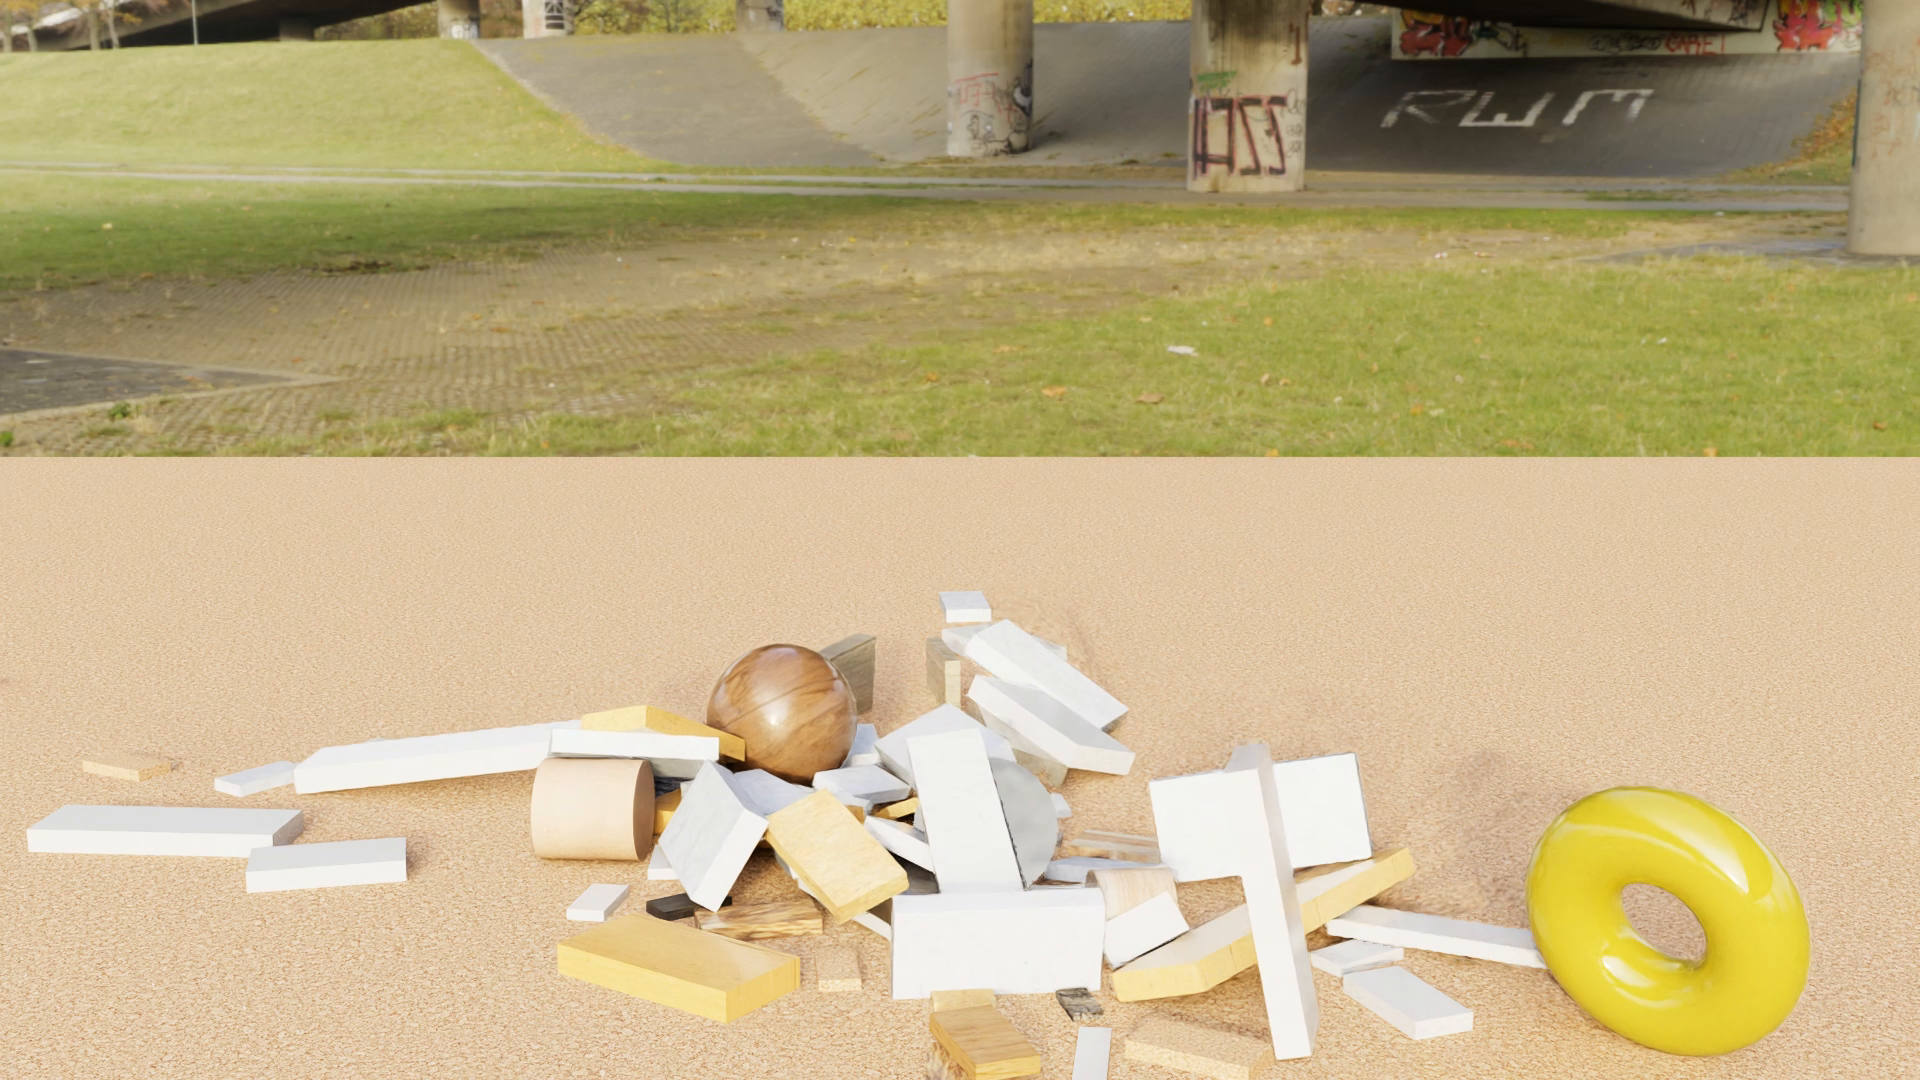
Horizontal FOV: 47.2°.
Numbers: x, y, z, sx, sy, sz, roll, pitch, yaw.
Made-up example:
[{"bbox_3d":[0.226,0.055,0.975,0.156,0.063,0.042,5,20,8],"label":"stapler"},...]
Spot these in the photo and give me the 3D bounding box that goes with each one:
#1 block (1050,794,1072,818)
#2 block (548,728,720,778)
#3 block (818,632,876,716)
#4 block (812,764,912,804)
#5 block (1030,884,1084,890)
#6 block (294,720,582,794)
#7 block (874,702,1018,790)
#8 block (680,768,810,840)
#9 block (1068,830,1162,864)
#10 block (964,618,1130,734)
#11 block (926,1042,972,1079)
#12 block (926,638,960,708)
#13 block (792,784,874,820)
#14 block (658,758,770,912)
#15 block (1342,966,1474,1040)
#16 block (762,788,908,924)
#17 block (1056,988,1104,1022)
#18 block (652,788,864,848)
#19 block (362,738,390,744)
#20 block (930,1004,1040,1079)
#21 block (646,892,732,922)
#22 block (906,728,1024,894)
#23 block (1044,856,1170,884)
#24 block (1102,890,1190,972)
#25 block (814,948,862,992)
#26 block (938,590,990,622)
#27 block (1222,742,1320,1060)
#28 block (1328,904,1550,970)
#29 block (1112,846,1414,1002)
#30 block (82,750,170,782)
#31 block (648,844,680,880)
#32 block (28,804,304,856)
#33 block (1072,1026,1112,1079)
[{"bbox_3d":[0.174,0.499,4.122,0.050,0.014,0.101,-1,11,-8],"label":"block"},{"bbox_3d":[-0.585,0.383,3.926,0.291,0.041,0.145,4,-20,-12],"label":"block"},{"bbox_3d":[-0.274,0.316,4.680,0.047,0.167,0.334,9,13,21],"label":"block"},{"bbox_3d":[-0.184,0.461,4.124,0.093,0.026,0.186,28,14,30],"label":"block"},{"bbox_3d":[0.210,0.590,3.596,0.182,0.026,0.091,-1,11,-4],"label":"block"},{"bbox_3d":[-0.943,0.412,4.265,0.650,0.049,0.173,-6,8,3],"label":"block"},{"bbox_3d":[-0.032,0.408,4.207,0.173,0.049,0.346,-27,16,-13],"label":"block"},{"bbox_3d":[-0.366,0.466,3.877,0.154,0.044,0.309,-7,9,-26],"label":"block"},{"bbox_3d":[0.295,0.544,3.845,0.190,0.027,0.095,4,11,22],"label":"block"},{"bbox_3d":[0.185,0.299,4.663,0.334,0.047,0.167,36,23,16],"label":"block"},{"bbox_3d":[0.000,0.716,2.920,0.091,0.026,0.182,0,11,1],"label":"block"},{"bbox_3d":[-0.038,0.300,4.917,0.033,0.115,0.230,-2,11,-11],"label":"block"},{"bbox_3d":[-0.247,0.493,4.023,0.180,0.065,0.018,7,-30,34],"label":"block"},{"bbox_3d":[-0.413,0.485,3.652,0.047,0.167,0.334,31,-1,-19],"label":"block"},{"bbox_3d":[0.646,0.667,3.179,0.095,0.027,0.190,-4,11,-22],"label":"block"},{"bbox_3d":[-0.202,0.499,3.498,0.125,0.035,0.249,-25,40,-23],"label":"block"},{"bbox_3d":[0.173,0.673,3.187,0.045,0.013,0.091,-2,11,-13],"label":"block"},{"bbox_3d":[-0.383,0.501,3.956,0.403,0.044,0.154,2,10,32],"label":"block"},{"bbox_3d":[-1.146,0.430,4.468,0.158,0.022,0.079,5,12,24],"label":"block"},{"bbox_3d":[0.032,0.680,2.975,0.091,0.026,0.182,-4,11,-20],"label":"block"},{"bbox_3d":[-0.442,0.595,3.593,0.125,0.018,0.063,-7,13,-35],"label":"block"},{"bbox_3d":[0.013,0.474,3.490,0.125,0.035,0.532,-9,31,-5],"label":"block"},{"bbox_3d":[0.246,0.556,3.681,0.190,0.027,0.095,-1,0,38],"label":"block"},{"bbox_3d":[0.274,0.595,3.350,0.134,0.067,0.019,-24,-19,-16],"label":"block"},{"bbox_3d":[-0.185,0.647,3.312,0.063,0.018,0.125,-1,11,-7],"label":"block"},{"bbox_3d":[0.011,0.175,5.814,0.115,0.033,0.230,-1,11,-6],"label":"block"},{"bbox_3d":[0.433,0.496,3.051,0.047,0.402,0.167,-10,5,14],"label":"block"},{"bbox_3d":[0.756,0.606,3.364,0.378,0.026,0.091,4,9,32],"label":"block"},{"bbox_3d":[0.485,0.590,3.414,0.153,0.043,0.652,-17,-3,39],"label":"block"},{"bbox_3d":[-1.655,0.449,4.367,0.158,0.022,0.079,6,12,28],"label":"block"},{"bbox_3d":[-0.500,0.556,3.801,0.065,0.018,0.131,0,11,-2],"label":"block"},{"bbox_3d":[-1.418,0.520,3.934,0.443,0.041,0.145,1,11,4],"label":"block"},{"bbox_3d":[0.166,0.732,2.870,0.045,0.013,0.451,1,11,6],"label":"block"}]
